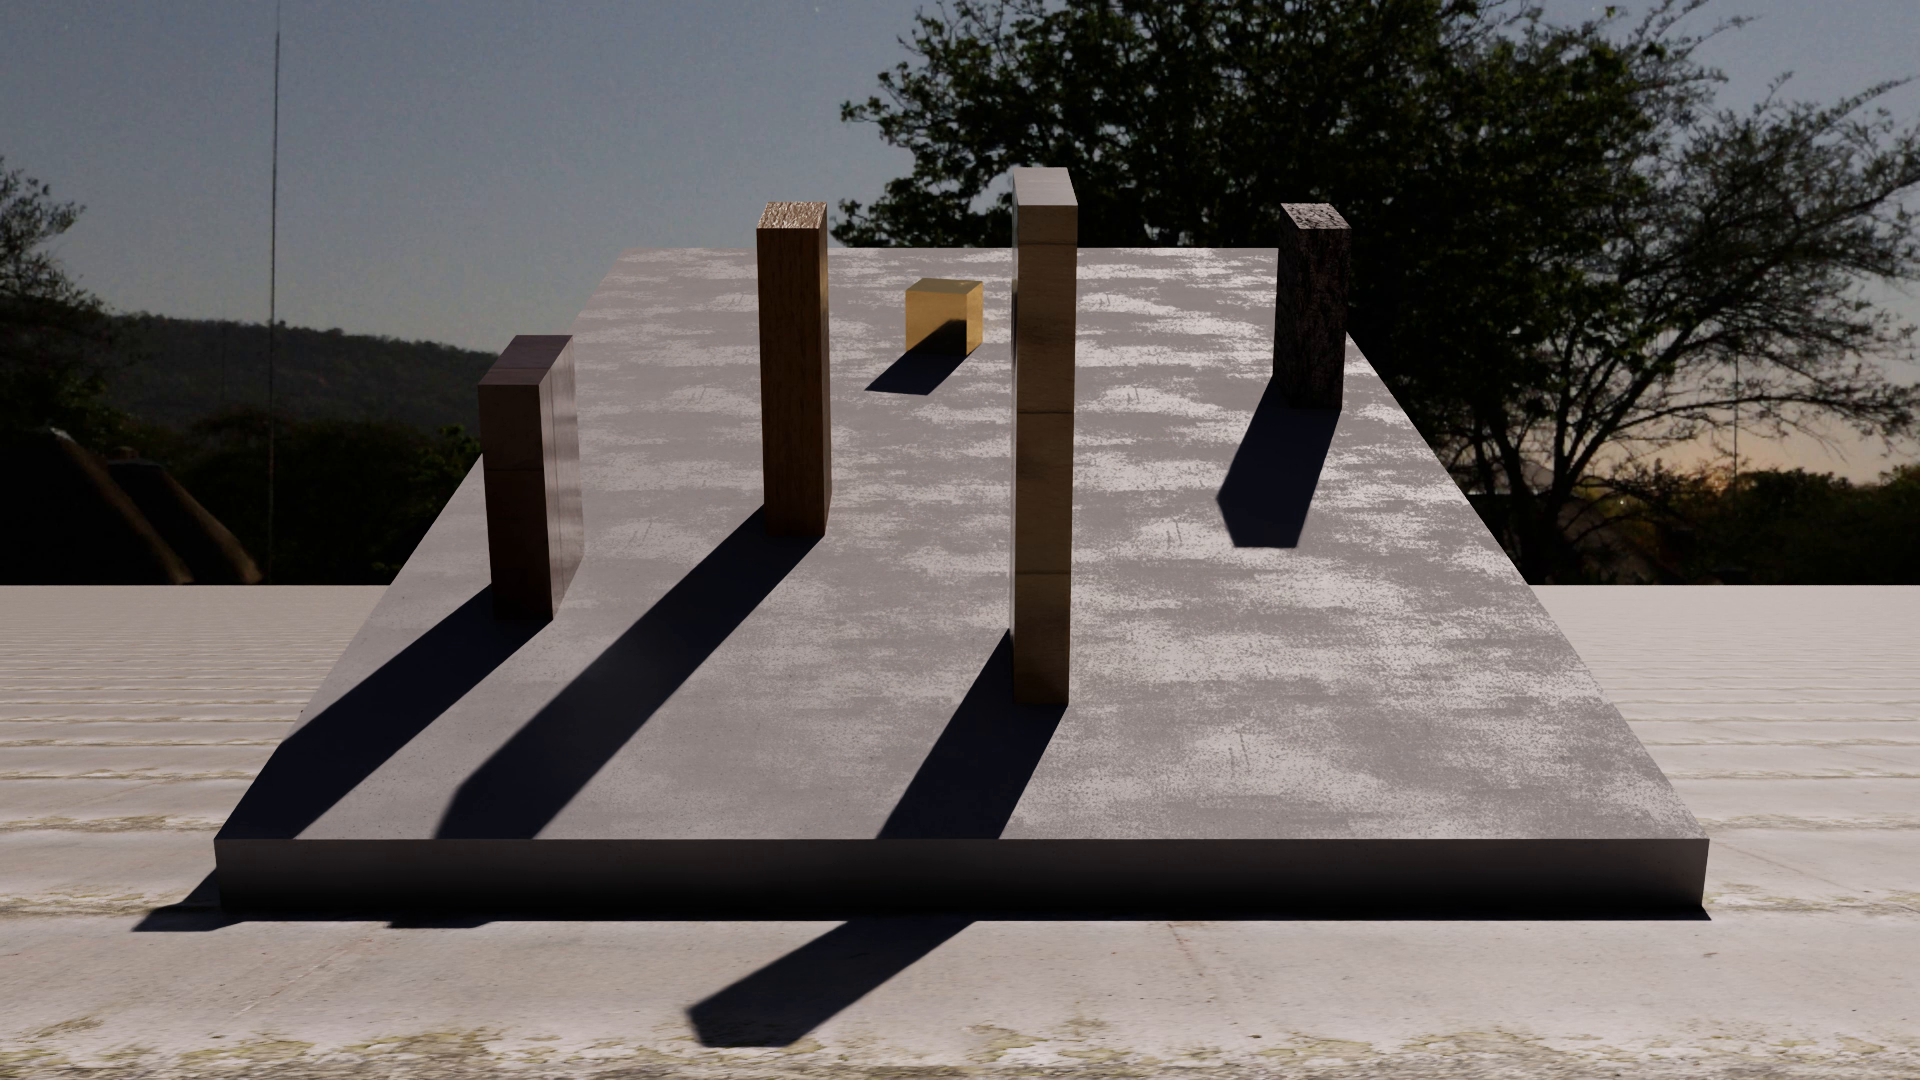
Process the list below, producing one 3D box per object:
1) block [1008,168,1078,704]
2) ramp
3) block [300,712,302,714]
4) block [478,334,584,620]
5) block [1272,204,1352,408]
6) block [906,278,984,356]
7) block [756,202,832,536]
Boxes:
[{"bbox_3d":[0.124,-0.165,3.473,0.084,0.768,0.328,0,19,0],"label":"block"},{"bbox_3d":[-0.004,-0.194,4.913,2.000,0.100,4.000,0,19,0],"label":"ramp"},{"bbox_3d":[-1.312,0.442,4.804,0.165,0.165,0.165,0,-1,-9],"label":"block"},{"bbox_3d":[-0.735,-0.114,3.880,0.100,0.409,0.344,0,19,0],"label":"block"},{"bbox_3d":[0.802,-0.538,5.139,0.115,0.409,0.306,0,19,0],"label":"block"},{"bbox_3d":[-0.038,-0.555,5.579,0.156,0.156,0.156,5,19,14],"label":"block"},{"bbox_3d":[-0.309,-0.326,4.241,0.112,0.580,0.266,0,19,0],"label":"block"}]
